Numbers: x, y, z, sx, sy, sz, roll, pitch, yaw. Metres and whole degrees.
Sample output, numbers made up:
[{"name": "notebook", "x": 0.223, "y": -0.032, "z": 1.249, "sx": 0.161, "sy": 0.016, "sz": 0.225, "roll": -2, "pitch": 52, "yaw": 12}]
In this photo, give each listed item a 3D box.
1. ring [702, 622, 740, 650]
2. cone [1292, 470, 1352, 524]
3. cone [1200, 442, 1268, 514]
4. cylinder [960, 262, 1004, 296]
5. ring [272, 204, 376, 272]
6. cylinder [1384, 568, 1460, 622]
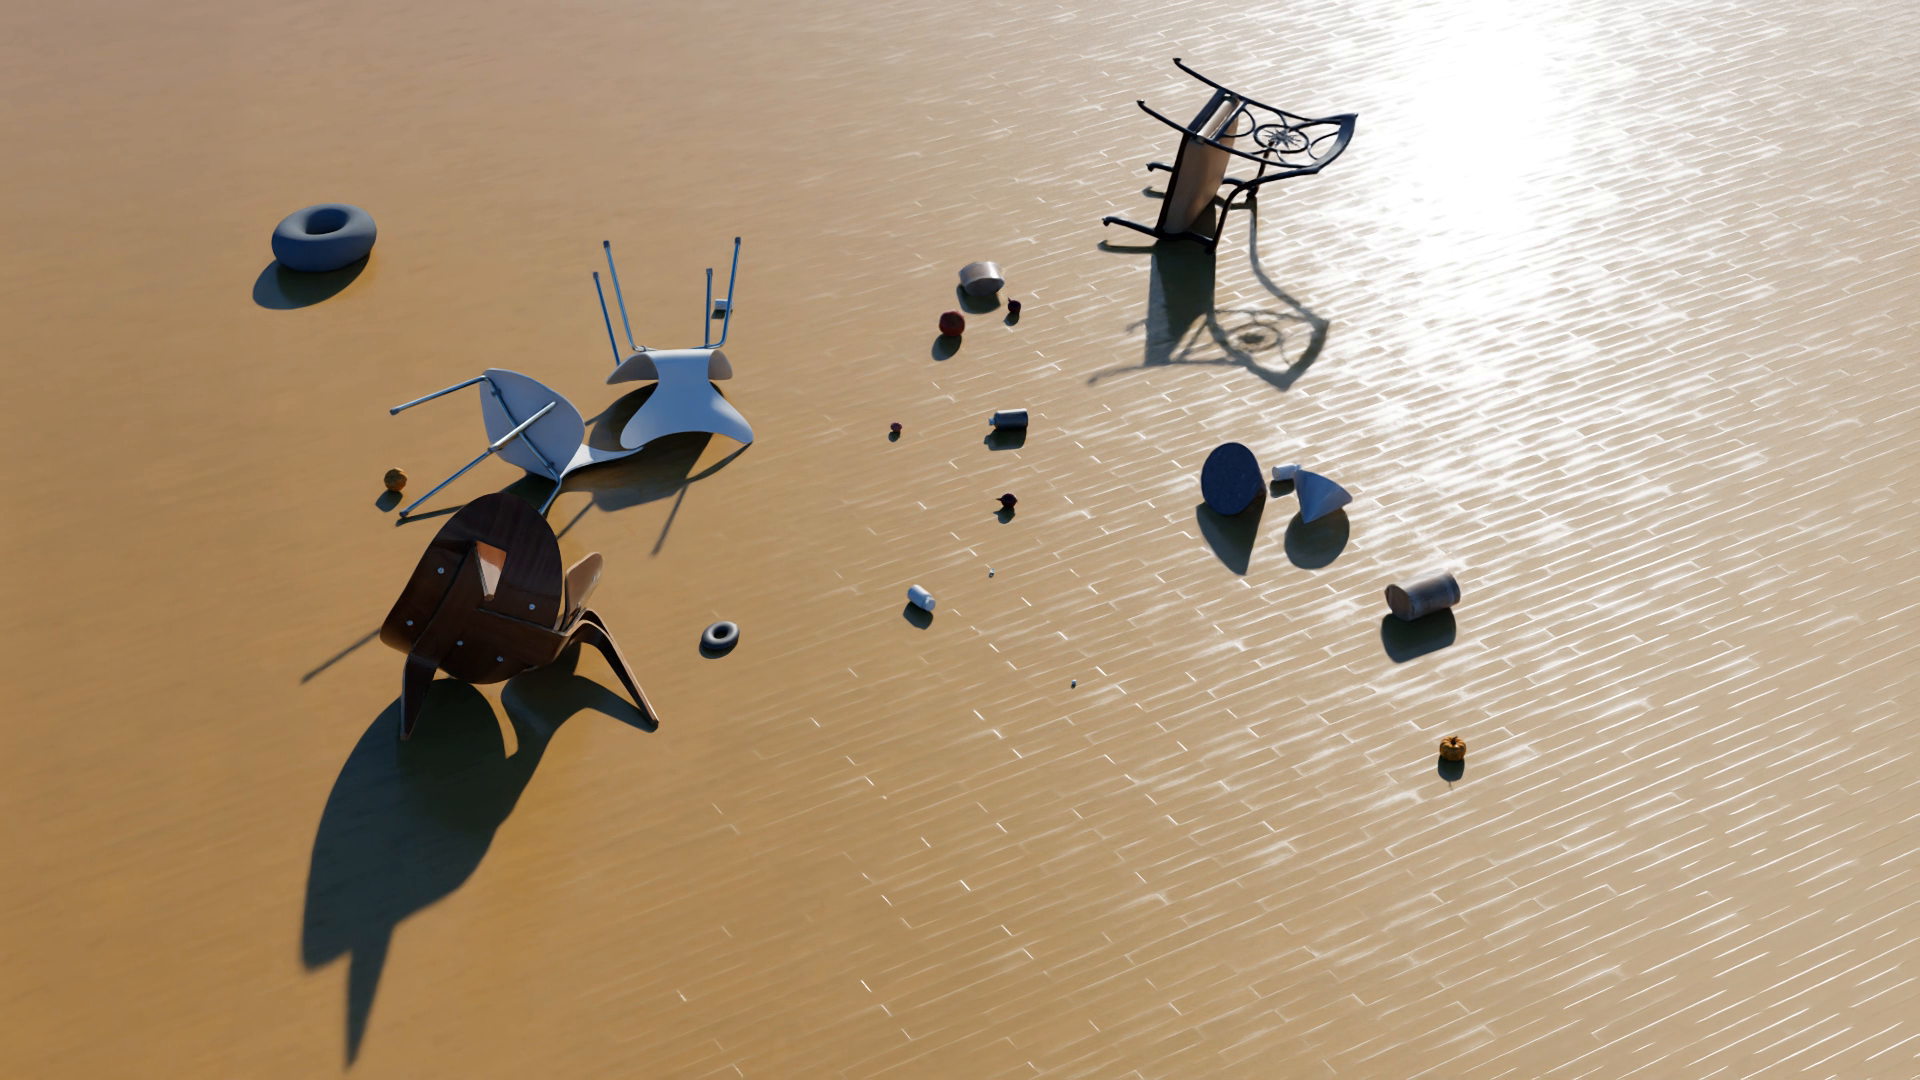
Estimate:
[{"name": "ring", "x": -0.850, "y": 0.339, "z": 10.405, "sx": 0.130, "sy": 0.029, "sz": 0.171, "roll": 12, "pitch": 35, "yaw": 16}, {"name": "cone", "x": 1.332, "y": -0.129, "z": 11.057, "sx": 0.252, "sy": 0.208, "sz": 0.170, "roll": 26, "pitch": 72, "yaw": 7}, {"name": "cone", "x": 1.100, "y": -0.209, "z": 11.157, "sx": 0.219, "sy": 0.273, "sz": 0.314, "roll": 16, "pitch": 16, "yaw": -40}, {"name": "cylinder", "x": 0.094, "y": -1.121, "z": 12.569, "sx": 0.176, "sy": 0.083, "sz": 0.151, "roll": -11, "pitch": 34, "yaw": -4}, {"name": "ring", "x": -2.775, "y": -1.321, "z": 12.802, "sx": 0.405, "sy": 0.165, "sz": 0.484, "roll": 25, "pitch": 40, "yaw": 31}, {"name": "cylinder", "x": 1.662, "y": 0.195, "z": 10.531, "sx": 0.211, "sy": 0.129, "sz": 0.168, "roll": -18, "pitch": 35, "yaw": -25}]
